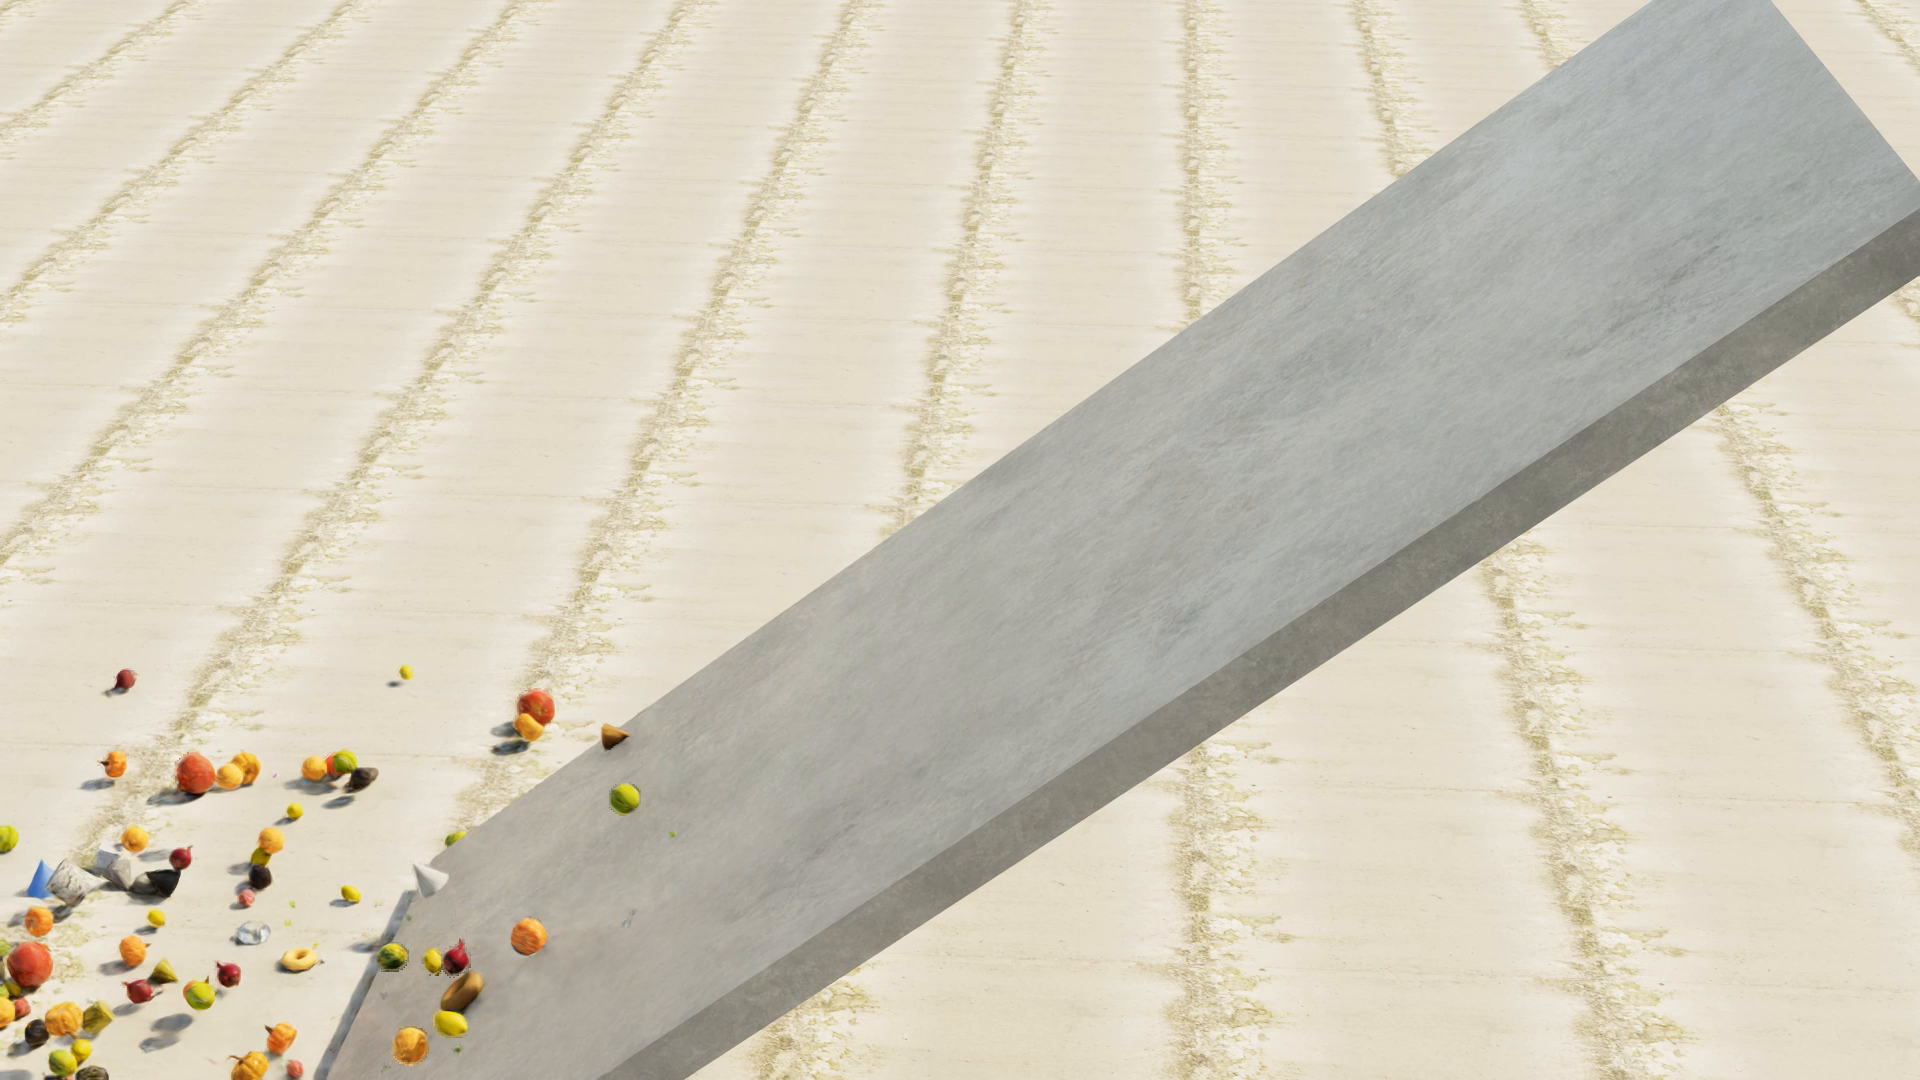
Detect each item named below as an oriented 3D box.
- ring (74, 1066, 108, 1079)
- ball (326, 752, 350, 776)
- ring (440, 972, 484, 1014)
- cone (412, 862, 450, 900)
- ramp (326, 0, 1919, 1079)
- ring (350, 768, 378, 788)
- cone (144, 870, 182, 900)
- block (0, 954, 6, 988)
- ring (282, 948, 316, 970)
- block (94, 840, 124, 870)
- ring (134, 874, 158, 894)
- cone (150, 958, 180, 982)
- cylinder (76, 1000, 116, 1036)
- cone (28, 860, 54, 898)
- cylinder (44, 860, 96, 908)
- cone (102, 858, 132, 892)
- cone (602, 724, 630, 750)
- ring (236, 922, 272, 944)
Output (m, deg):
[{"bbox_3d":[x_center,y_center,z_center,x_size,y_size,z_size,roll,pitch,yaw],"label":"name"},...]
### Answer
[{"bbox_3d":[-2.061,1.276,6.978,0.079,0.026,0.079,1,24,0],"label":"ring"},{"bbox_3d":[-1.781,0.641,8.415,0.070,0.070,0.070,0,23,0],"label":"ball"},{"bbox_3d":[-1.121,1.019,6.621,0.117,0.039,0.117,-38,16,13],"label":"ring"},{"bbox_3d":[-1.377,0.860,7.549,0.093,0.093,0.093,-36,16,12],"label":"cone"},{"bbox_3d":[0.126,0.181,6.329,4.000,0.100,2.000,-35,16,17],"label":"ramp"},{"bbox_3d":[-1.694,0.675,8.362,0.087,0.029,0.087,-21,16,6],"label":"ring"},{"bbox_3d":[-2.116,0.891,7.762,0.085,0.085,0.085,32,11,-24],"label":"cone"},{"bbox_3d":[-2.437,1.086,7.377,0.064,0.064,0.064,-2,23,-4],"label":"block"},{"bbox_3d":[-1.679,1.064,7.471,0.088,0.029,0.088,-1,24,0],"label":"ring"},{"bbox_3d":[-2.292,0.851,7.917,0.057,0.057,0.057,16,20,-12],"label":"block"},{"bbox_3d":[-2.152,0.912,7.828,0.094,0.031,0.094,-1,20,1],"label":"ring"},{"bbox_3d":[-1.990,1.095,7.399,0.066,0.066,0.066,31,28,3],"label":"cone"},{"bbox_3d":[-2.103,1.164,7.161,0.064,0.064,0.064,-39,31,-4],"label":"cylinder"},{"bbox_3d":[-2.431,0.886,7.806,0.096,0.096,0.096,0,23,0],"label":"cone"},{"bbox_3d":[-2.329,0.899,7.696,0.094,0.094,0.094,34,17,-16],"label":"cylinder"},{"bbox_3d":[-2.227,0.907,7.832,0.083,0.083,0.083,-17,55,-35],"label":"cone"},{"bbox_3d":[-0.870,0.499,7.497,0.068,0.068,0.068,-6,21,15],"label":"cone"},{"bbox_3d":[-1.823,1.013,7.593,0.088,0.029,0.088,0,22,0],"label":"ring"}]
